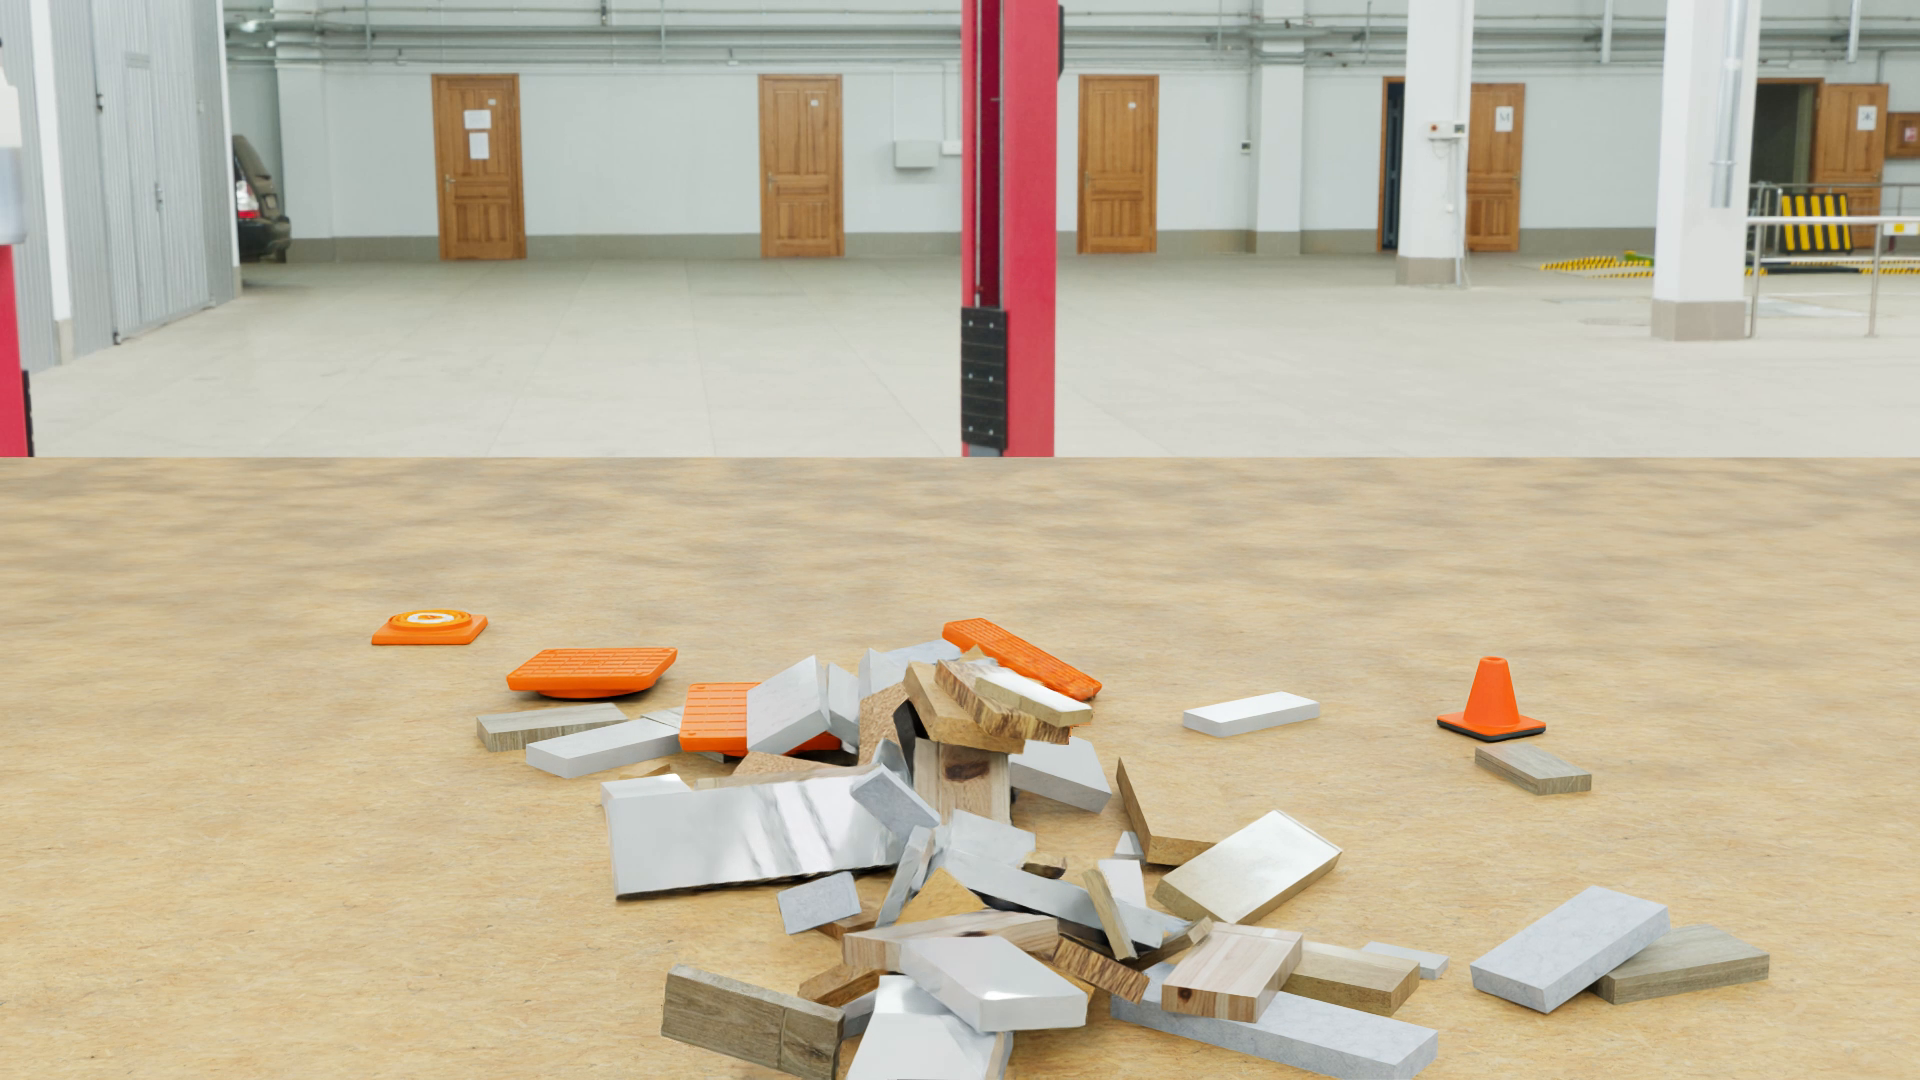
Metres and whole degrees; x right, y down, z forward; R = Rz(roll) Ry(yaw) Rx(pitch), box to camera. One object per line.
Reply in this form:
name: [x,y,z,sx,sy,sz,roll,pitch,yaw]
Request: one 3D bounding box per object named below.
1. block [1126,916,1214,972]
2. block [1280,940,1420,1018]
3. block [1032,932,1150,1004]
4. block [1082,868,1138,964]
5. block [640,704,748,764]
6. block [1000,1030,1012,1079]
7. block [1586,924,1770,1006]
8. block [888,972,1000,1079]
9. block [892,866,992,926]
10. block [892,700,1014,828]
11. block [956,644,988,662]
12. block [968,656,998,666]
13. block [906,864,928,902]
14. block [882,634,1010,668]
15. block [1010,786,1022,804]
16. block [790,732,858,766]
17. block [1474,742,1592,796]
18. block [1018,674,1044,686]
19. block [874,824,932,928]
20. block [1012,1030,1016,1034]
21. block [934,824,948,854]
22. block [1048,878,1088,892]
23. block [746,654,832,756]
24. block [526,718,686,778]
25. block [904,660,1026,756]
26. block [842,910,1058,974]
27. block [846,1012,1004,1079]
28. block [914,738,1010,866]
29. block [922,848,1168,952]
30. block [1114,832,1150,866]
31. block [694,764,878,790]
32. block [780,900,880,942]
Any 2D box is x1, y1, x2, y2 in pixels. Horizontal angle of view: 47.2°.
block: [0.308,0.607,3.278,0.139,0.020,0.069,-35,-7,34]
block: [0.532,0.644,3.275,0.272,0.039,0.136,6,12,28]
block: [0.164,0.597,3.155,0.140,0.040,0.280,26,-7,-10]
block: [0.216,0.543,3.171,0.019,0.136,0.068,-26,-20,8]
block: [-0.520,0.400,4.577,0.148,0.042,0.296,-9,14,-41]
block: [-0.012,0.656,2.807,0.140,0.040,0.280,-1,-2,5]
block: [1.057,0.637,3.310,0.280,0.040,0.140,-4,11,-21]
block: [-0.022,0.600,2.708,0.140,0.040,0.280,-2,17,2]
block: [-0.050,0.571,3.149,0.093,0.186,0.026,38,-1,26]
block: [-0.005,0.426,3.818,0.158,0.045,0.317,15,38,-34]
block: [0.017,0.289,4.529,0.115,0.033,0.230,-41,13,1]
block: [-0.036,0.329,4.300,0.139,0.039,0.277,-13,23,33]
block: [0.000,0.560,3.452,0.164,0.023,0.082,18,23,-5]
block: [-0.050,0.274,5.002,0.158,0.045,0.315,10,14,43]
block: [0.071,0.406,4.261,0.139,0.039,0.277,0,32,17]
block: [-0.216,0.421,4.467,0.148,0.042,0.350,-9,14,-39]
block: [1.127,0.450,4.333,0.117,0.033,0.235,-3,11,-17]
block: [0.078,0.360,4.469,0.115,0.033,0.230,16,43,13]
block: [-0.097,0.545,3.369,0.028,0.201,0.100,22,12,1]
block: [0.005,0.629,2.977,0.140,0.040,0.280,0,-20,2]
block: [-0.004,0.536,3.554,0.082,0.023,0.164,5,48,-2]
block: [0.184,0.547,3.370,0.127,0.018,0.063,27,-18,-32]
block: [-0.336,0.329,4.286,0.157,0.044,0.313,-29,17,3]
block: [-0.716,0.421,4.464,0.291,0.041,0.145,-10,14,-43]
block: [0.006,0.290,3.831,0.158,0.045,0.317,11,12,-13]
block: [-0.011,0.522,2.866,0.262,0.037,0.131,-1,-2,-43]
block: [-0.048,0.603,2.387,0.150,0.043,0.301,0,14,9]
block: [0.003,0.472,3.662,0.158,0.045,0.317,3,47,-4]
block: [0.123,0.541,3.287,0.340,0.048,0.170,18,-15,-6]
block: [0.311,0.543,3.876,0.063,0.018,0.125,2,11,11]
block: [-0.290,0.484,3.800,0.320,0.160,0.045,-3,-21,-16]
block: [-0.200,0.602,3.536,0.091,0.026,0.182,-9,14,-39]
